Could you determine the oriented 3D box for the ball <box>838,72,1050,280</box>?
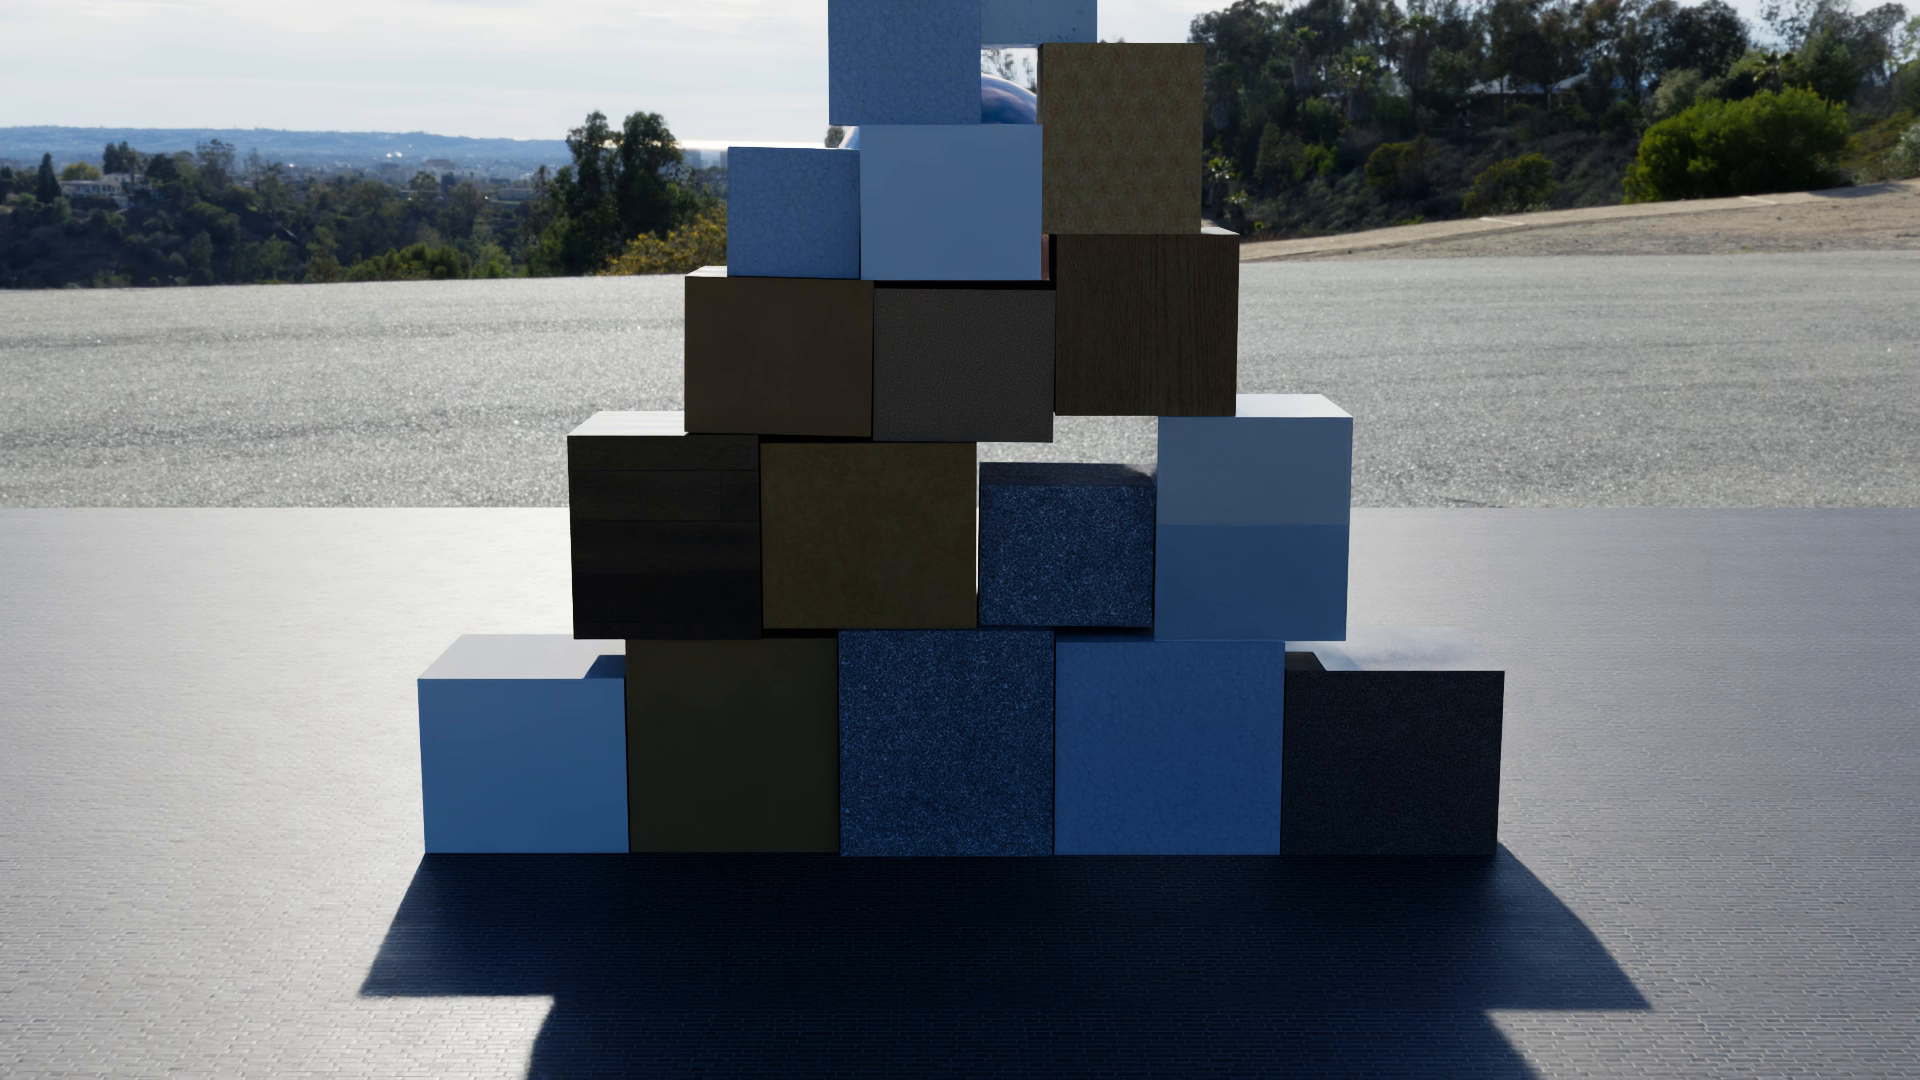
[{"bbox_3d":[0.000,-1.942,12.936,1.600,1.600,1.600,0,10,0],"label":"ball"}]

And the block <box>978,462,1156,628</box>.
[{"bbox_3d":[0.522,0.010,11.162,0.852,0.698,0.784,1,10,0],"label":"block"}]

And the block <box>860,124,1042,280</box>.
[{"bbox_3d":[-0.042,-1.676,10.864,0.863,0.730,0.837,0,10,0],"label":"block"}]

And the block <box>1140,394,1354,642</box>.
[{"bbox_3d":[1.423,-0.135,11.168,0.940,1.106,0.976,0,10,0],"label":"block"}]

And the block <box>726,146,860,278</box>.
[{"bbox_3d":[-0.800,-1.631,10.889,0.638,0.615,0.645,1,10,0],"label":"block"}]

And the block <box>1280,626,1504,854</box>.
[{"bbox_3d":[2.136,1.015,11.349,1.070,0.942,0.985,0,10,0],"label":"block"}]

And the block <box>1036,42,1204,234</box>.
[{"bbox_3d":[0.769,-1.970,10.807,0.758,0.892,0.827,0,10,0],"label":"block"}]

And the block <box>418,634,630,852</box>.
[{"bbox_3d":[-2.163,1.033,11.384,1.016,0.895,0.991,0,10,0],"label":"block"}]

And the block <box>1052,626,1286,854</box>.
[{"bbox_3d":[1.030,0.941,11.364,1.122,1.082,1.042,0,10,0],"label":"block"}]

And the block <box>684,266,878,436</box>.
[{"bbox_3d":[-0.873,-0.957,10.992,0.903,0.751,0.859,1,10,0],"label":"block"}]

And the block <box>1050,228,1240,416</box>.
[{"bbox_3d":[0.898,-1.105,10.977,0.873,0.871,0.847,0,10,0],"label":"block"}]

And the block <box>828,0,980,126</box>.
[{"bbox_3d":[-0.265,-2.377,10.734,0.721,0.696,0.618,0,10,0],"label":"block"}]

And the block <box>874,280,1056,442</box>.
[{"bbox_3d":[0.019,-0.911,10.999,0.872,0.736,0.816,1,10,0],"label":"block"}]

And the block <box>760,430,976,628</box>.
[{"bbox_3d":[-0.441,-0.103,11.170,1.045,0.915,0.964,0,10,0],"label":"block"}]

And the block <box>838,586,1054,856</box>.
[{"bbox_3d":[-0.067,0.911,11.355,1.052,1.145,1.085,0,10,0],"label":"block"}]

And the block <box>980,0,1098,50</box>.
[{"bbox_3d":[0.374,-2.704,10.696,0.555,0.593,0.607,0,10,0],"label":"block"}]

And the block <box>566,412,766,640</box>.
[{"bbox_3d":[-1.433,-0.093,11.145,0.920,1.009,0.945,0,10,0],"label":"block"}]

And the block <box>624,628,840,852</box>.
[{"bbox_3d":[-1.124,0.934,11.369,1.041,1.094,0.973,0,10,0],"label":"block"}]
